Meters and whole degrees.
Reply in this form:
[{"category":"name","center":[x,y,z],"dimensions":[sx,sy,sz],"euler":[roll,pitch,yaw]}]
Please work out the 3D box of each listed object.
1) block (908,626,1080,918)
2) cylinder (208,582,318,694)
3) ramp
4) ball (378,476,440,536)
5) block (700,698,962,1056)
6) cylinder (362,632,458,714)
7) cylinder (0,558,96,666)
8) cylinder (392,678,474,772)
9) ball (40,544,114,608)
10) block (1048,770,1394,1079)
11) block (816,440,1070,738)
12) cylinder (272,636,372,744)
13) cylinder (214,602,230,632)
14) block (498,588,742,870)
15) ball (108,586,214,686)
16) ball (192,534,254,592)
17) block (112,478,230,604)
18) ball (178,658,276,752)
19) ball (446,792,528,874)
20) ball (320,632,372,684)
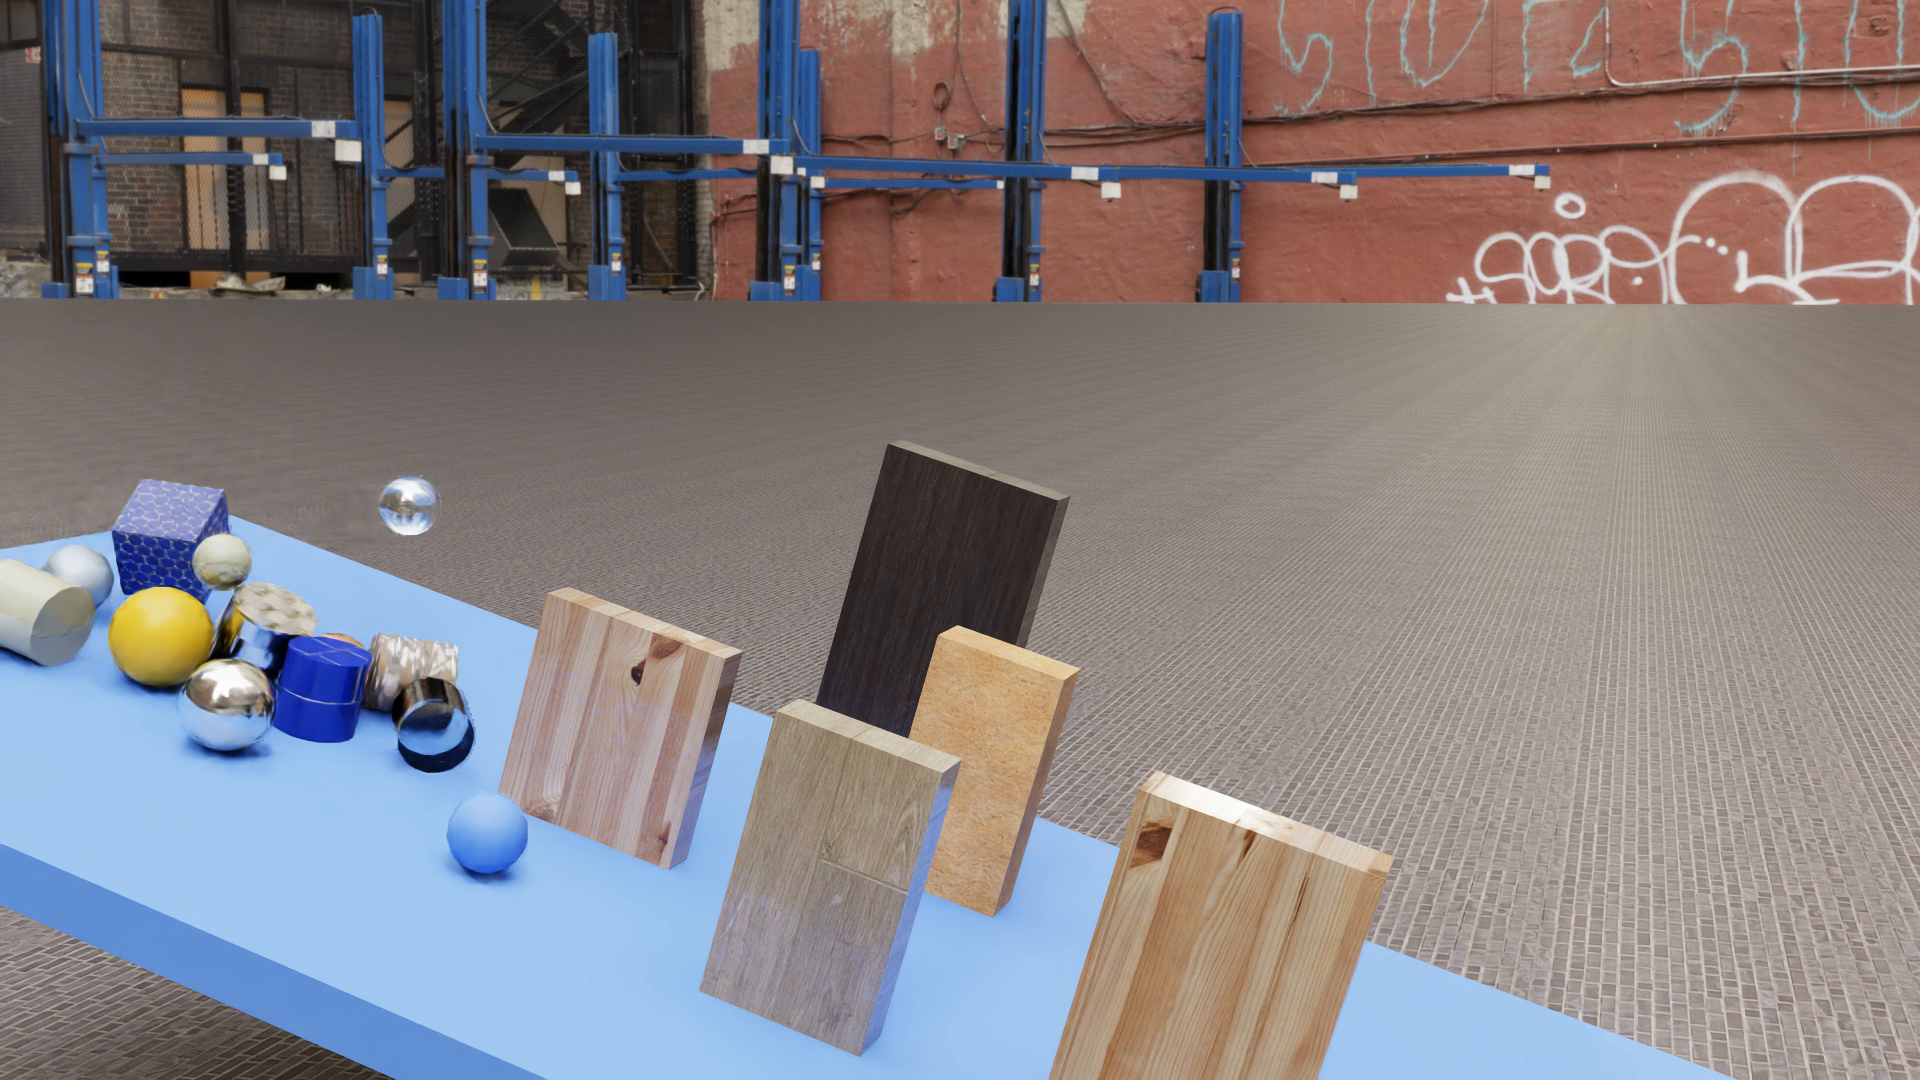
[{"category":"block","center":[0.030,0.466,4.454],"dimensions":[0.270,0.513,0.131],"euler":[19,12,14]},{"category":"cylinder","center":[-1.417,0.206,4.452],"dimensions":[0.174,0.174,0.174],"euler":[27,21,-11]},{"category":"ramp","center":[-0.372,0.721,4.236],"dimensions":[4.000,0.100,2.000],"euler":[19,12,14]},{"category":"ball","center":[-1.266,-0.078,5.058],"dimensions":[0.137,0.137,0.137],"euler":[0,7,0]},{"category":"block","center":[-0.218,0.561,3.668],"dimensions":[0.299,0.510,0.107],"euler":[19,12,14]},{"category":"cylinder","center":[-1.148,0.285,4.588],"dimensions":[0.162,0.162,0.162],"euler":[11,2,-24]},{"category":"cylinder","center":[-1.826,0.142,4.324],"dimensions":[0.166,0.166,0.166],"euler":[20,13,19]},{"category":"cylinder","center":[-1.048,0.367,4.370],"dimensions":[0.147,0.147,0.147],"euler":[-2,17,-18]},{"category":"ball","center":[-1.855,0.083,4.617],"dimensions":[0.146,0.146,0.146],"euler":[0,7,0]},{"category":"block","center":[0.356,0.727,3.263],"dimensions":[0.370,0.668,0.126],"euler":[19,12,14]},{"category":"block","center":[-0.065,0.218,4.818],"dimensions":[0.396,0.785,0.107],"euler":[19,12,14]},{"category":"cylinder","center":[-1.267,0.296,4.365],"dimensions":[0.163,0.163,0.163],"euler":[15,11,-3]},{"category":"cylinder","center":[-1.504,0.185,4.618],"dimensions":[0.111,0.111,0.111],"euler":[36,14,-11]},{"category":"block","center":[-0.657,0.359,4.223],"dimensions":[0.380,0.432,0.087],"euler":[19,12,14]},{"category":"ball","center":[-1.579,0.191,4.349],"dimensions":[0.199,0.199,0.199],"euler":[0,7,0]},{"category":"ball","center":[-1.494,0.045,4.455],"dimensions":[0.117,0.117,0.117],"euler":[0,7,0]},{"category":"block","center":[-1.692,0.004,4.730],"dimensions":[0.178,0.178,0.178],"euler":[8,39,0]},{"category":"ball","center":[-1.374,0.308,4.126],"dimensions":[0.176,0.176,0.176],"euler":[0,7,0]},{"category":"ball","center":[-0.842,0.522,3.921],"dimensions":[0.143,0.143,0.143],"euler":[0,7,0]},{"category":"ball","center":[-1.290,0.264,4.530],"dimensions":[0.148,0.148,0.148],"euler":[0,7,0]}]
